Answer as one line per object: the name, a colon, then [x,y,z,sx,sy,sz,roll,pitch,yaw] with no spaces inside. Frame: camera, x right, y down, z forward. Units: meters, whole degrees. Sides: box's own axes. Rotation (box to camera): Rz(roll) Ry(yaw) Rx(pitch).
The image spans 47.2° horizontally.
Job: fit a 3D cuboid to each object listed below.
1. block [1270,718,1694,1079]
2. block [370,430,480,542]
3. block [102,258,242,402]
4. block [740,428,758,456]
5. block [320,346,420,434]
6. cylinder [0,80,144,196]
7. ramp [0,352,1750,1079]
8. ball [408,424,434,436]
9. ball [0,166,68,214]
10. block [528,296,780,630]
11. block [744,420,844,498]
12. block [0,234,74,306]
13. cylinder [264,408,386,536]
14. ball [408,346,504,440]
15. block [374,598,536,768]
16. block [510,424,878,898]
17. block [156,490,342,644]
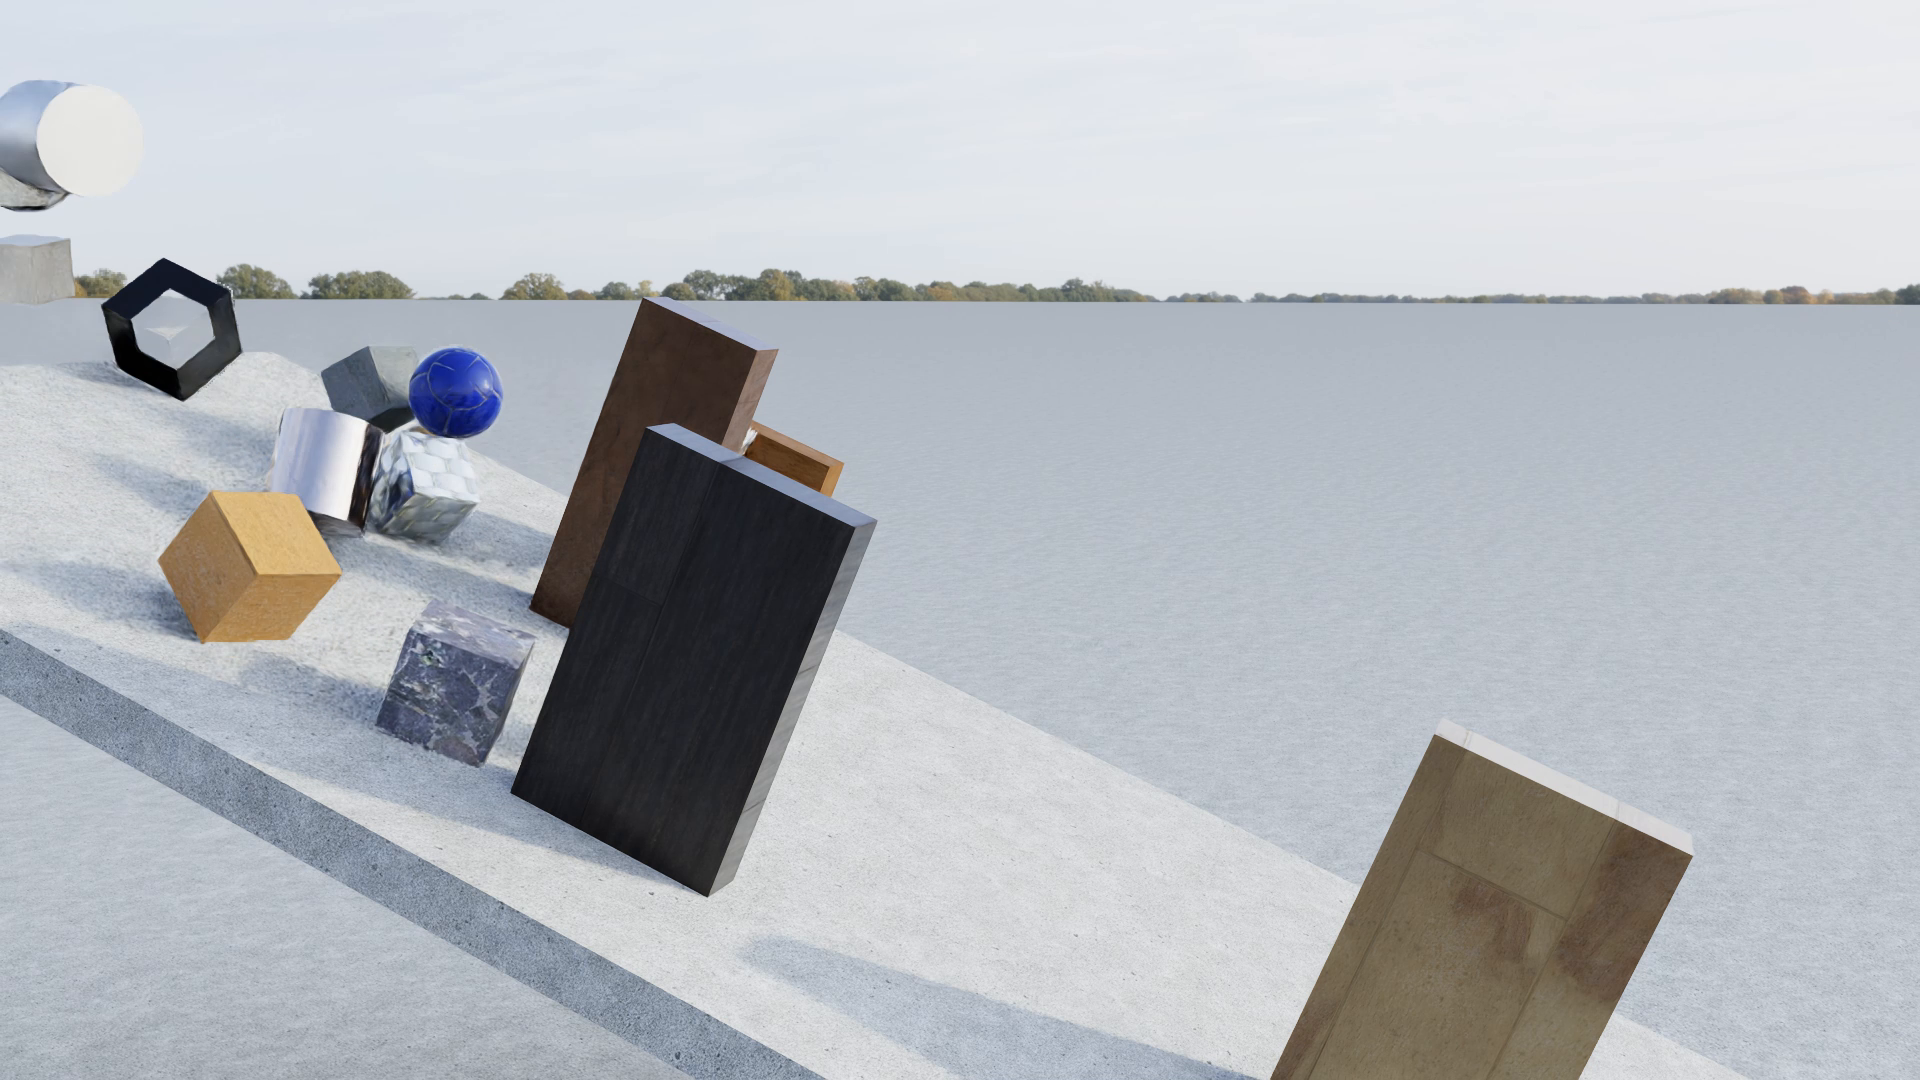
block: [0.817,0.698,3.528,0.424,0.697,0.136,25,13,13]
block: [-1.133,-0.112,4.627,0.157,0.157,0.157,10,-39,-45]
block: [-1.758,-0.470,4.915,0.191,0.191,0.191,26,51,15]
block: [-0.608,-0.184,4.740,0.207,0.207,0.207,38,30,0]
block: [-1.288,-0.331,4.866,0.149,0.149,0.149,-23,-7,26]
cylinder: [-1.698,-0.765,4.181,0.207,0.207,0.207,15,15,42]
ramp: [-0.295,0.518,4.188,4.000,0.100,2.000,25,13,13]
ball: [-1.211,-0.191,4.979,0.143,0.143,0.143,0,7,0]
ball: [-1.848,-0.745,4.345,0.197,0.197,0.197,0,7,0]
block: [-0.623,-0.121,4.452,0.264,0.690,0.114,25,13,13]
block: [-0.529,-0.058,4.938,0.408,0.428,0.095,25,13,13]
block: [-1.897,-0.552,4.480,0.119,0.119,0.119,7,18,14]
cylinder: [-1.258,-0.133,4.341,0.202,0.202,0.202,9,-14,2]
ball: [-1.083,-0.315,4.729,0.201,0.201,0.201,0,7,0]
block: [-0.853,0.241,3.730,0.188,0.188,0.188,21,13,-6]
block: [-0.436,0.193,3.561,0.381,0.661,0.106,25,13,13]
block: [-1.222,0.046,3.785,0.182,0.182,0.182,-45,-22,23]
